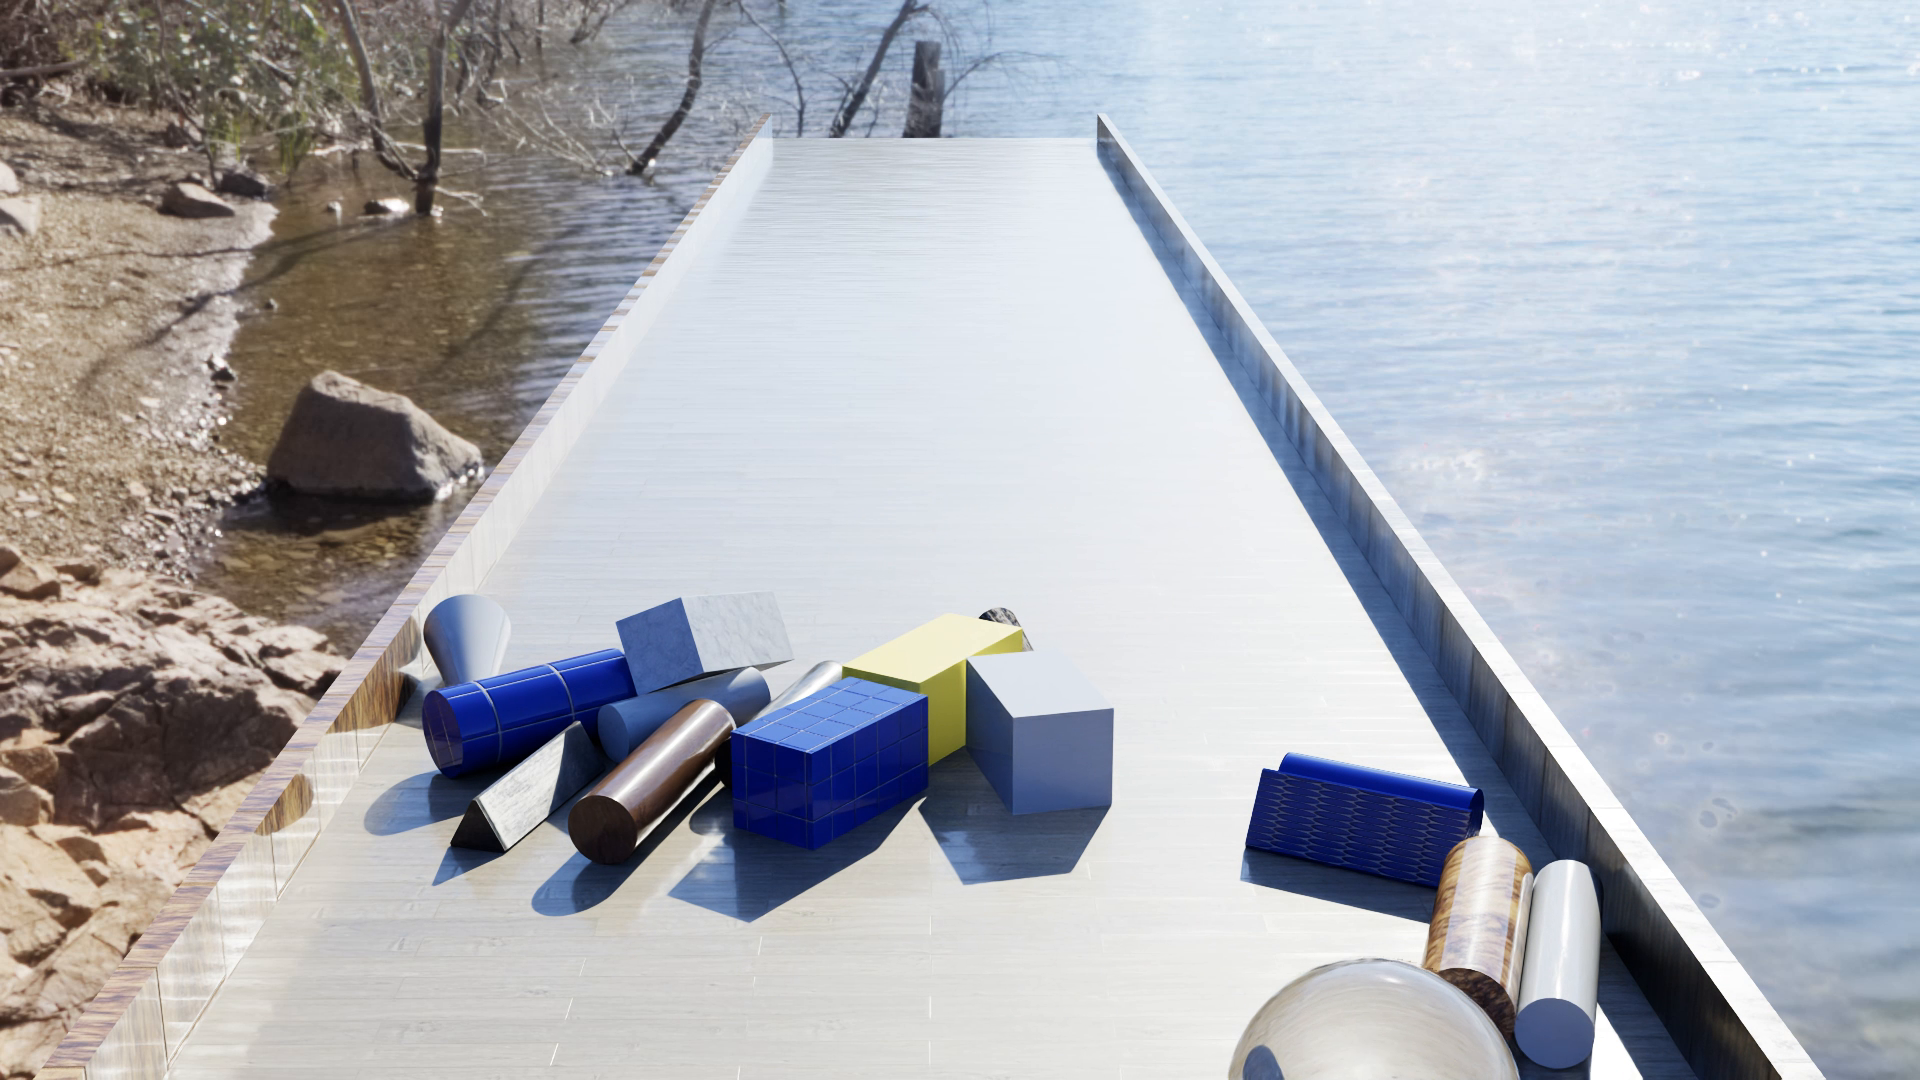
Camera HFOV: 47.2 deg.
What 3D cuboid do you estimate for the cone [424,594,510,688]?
[{"bbox_3d":[-0.924,0.275,4.156,0.169,0.169,0.407,-4,29,-13],"label":"cone"}]

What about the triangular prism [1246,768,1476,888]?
[{"bbox_3d":[0.643,0.449,3.508,0.346,0.113,0.130,9,19,28],"label":"triangular prism"}]

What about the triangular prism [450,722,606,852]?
[{"bbox_3d":[-0.724,0.407,3.700,0.099,0.086,0.364,5,17,17],"label":"triangular prism"}]

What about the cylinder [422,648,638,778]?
[{"bbox_3d":[-0.760,0.306,3.926,0.358,0.156,0.156,-13,21,-37],"label":"cylinder"}]

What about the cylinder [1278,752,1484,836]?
[{"bbox_3d":[0.684,0.429,3.599,0.321,0.107,0.107,9,19,28],"label":"cylinder"}]

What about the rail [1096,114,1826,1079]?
[{"bbox_3d":[0.932,-0.844,7.801,0.050,0.150,12.000,0,17,-1],"label":"rail"}]

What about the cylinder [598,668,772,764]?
[{"bbox_3d":[-0.496,0.315,3.978,0.303,0.107,0.107,-13,21,-38],"label":"cylinder"}]

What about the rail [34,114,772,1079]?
[{"bbox_3d":[-1.118,-0.838,7.780,0.050,0.150,12.000,0,17,-1],"label":"rail"}]

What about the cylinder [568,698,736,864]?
[{"bbox_3d":[-0.507,0.398,3.681,0.119,0.119,0.443,4,17,14],"label":"cylinder"}]

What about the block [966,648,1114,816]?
[{"bbox_3d":[0.134,0.328,3.816,0.175,0.175,0.308,-4,17,-14],"label":"block"}]

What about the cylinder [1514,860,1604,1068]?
[{"bbox_3d":[0.843,0.585,3.080,0.103,0.103,0.443,5,17,16],"label":"cylinder"}]

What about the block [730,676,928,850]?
[{"bbox_3d":[-0.214,0.369,3.689,0.168,0.168,0.318,11,20,33],"label":"block"}]

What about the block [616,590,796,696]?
[{"bbox_3d":[-0.470,0.189,4.104,0.141,0.141,0.376,-20,-7,20],"label":"block"}]

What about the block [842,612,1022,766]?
[{"bbox_3d":[-0.046,0.272,4.020,0.165,0.165,0.350,10,19,31],"label":"block"}]

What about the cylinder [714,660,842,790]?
[{"bbox_3d":[-0.303,0.331,3.925,0.108,0.108,0.406,6,17,18],"label":"cylinder"}]

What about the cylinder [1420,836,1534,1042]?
[{"bbox_3d":[0.726,0.564,3.094,0.134,0.134,0.437,5,17,16],"label":"cylinder"}]

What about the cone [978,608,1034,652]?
[{"bbox_3d":[0.132,0.245,4.312,0.103,0.103,0.303,-7,28,-24],"label":"cone"}]

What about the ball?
[{"bbox_3d":[0.467,0.642,2.483,0.334,0.334,0.334,0,17,0],"label":"ball"}]
